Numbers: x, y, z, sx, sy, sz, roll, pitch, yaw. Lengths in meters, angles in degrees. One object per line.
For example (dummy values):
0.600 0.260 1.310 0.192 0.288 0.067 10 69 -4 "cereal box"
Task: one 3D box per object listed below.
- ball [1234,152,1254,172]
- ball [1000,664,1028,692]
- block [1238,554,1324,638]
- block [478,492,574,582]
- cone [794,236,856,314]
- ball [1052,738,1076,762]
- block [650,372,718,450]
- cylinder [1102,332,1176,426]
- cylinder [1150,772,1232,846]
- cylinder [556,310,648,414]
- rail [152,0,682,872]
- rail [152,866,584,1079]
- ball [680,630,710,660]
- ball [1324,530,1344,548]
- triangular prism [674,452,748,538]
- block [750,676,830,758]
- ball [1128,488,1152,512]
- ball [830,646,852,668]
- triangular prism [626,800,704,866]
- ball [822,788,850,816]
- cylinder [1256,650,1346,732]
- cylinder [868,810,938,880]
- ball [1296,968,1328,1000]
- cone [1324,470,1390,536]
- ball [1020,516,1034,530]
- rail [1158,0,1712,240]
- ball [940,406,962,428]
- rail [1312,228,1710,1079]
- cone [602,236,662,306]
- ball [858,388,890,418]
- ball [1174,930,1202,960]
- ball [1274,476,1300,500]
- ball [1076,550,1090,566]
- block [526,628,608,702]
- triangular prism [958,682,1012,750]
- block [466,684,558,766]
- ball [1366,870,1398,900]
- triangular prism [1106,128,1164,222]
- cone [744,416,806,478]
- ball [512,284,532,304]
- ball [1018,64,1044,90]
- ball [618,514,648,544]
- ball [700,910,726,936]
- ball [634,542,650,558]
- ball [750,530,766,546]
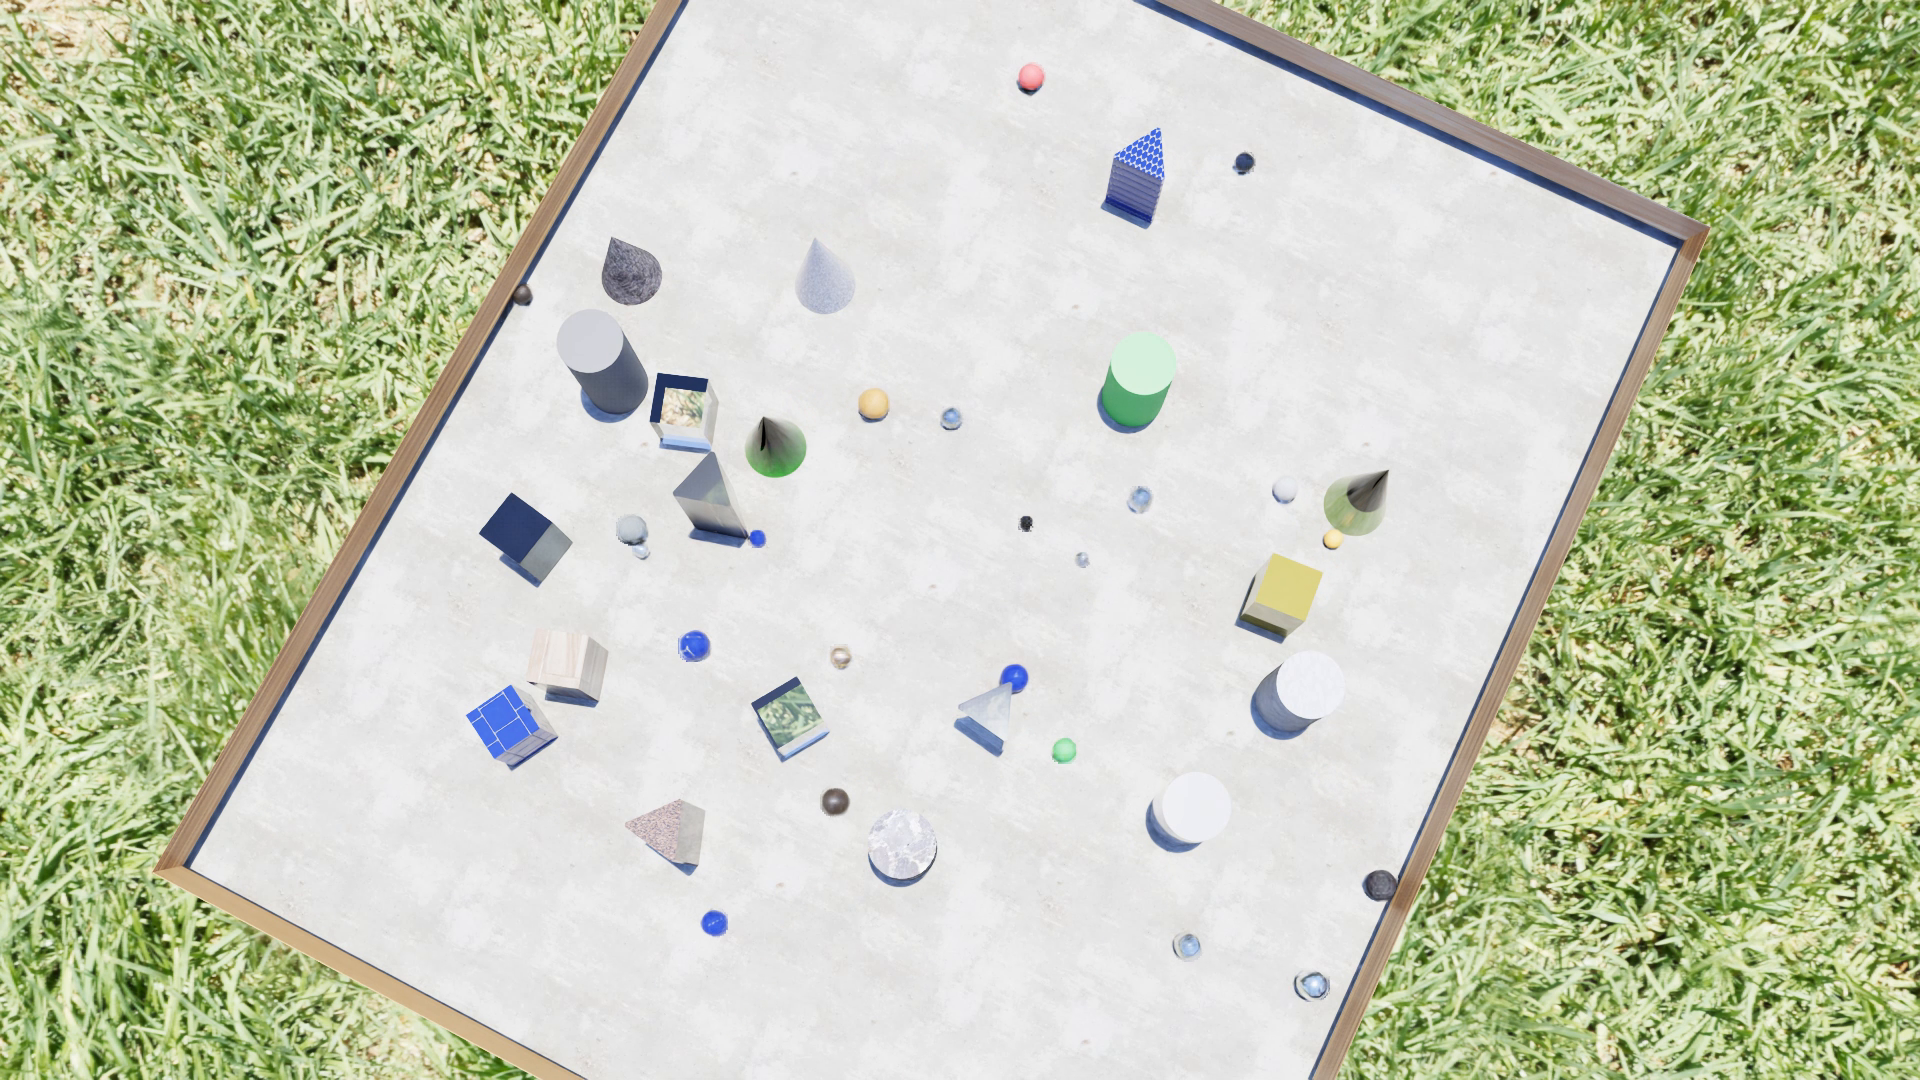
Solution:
0.905 -1.202 5.834 0.062 0.062 0.062 0 78 0 "ball"
0.163 0.413 5.487 0.086 0.086 0.086 0 78 0 "ball"
0.946 0.167 5.421 0.154 0.315 0.154 22 79 4 "block"
-1.292 -0.005 5.467 0.154 0.295 0.154 35 81 7 "block"
-0.426 -0.846 5.577 0.193 0.420 0.193 0 78 0 "cone"
0.311 0.625 5.451 0.072 0.072 0.072 0 78 0 "ball"
-0.836 -0.390 5.569 0.154 0.251 0.154 7 78 1 "block"
0.538 -0.481 5.535 0.193 0.355 0.193 0 78 0 "cylinder"
0.662 0.778 5.284 0.193 0.335 0.193 0 78 0 "cylinder"
-1.067 -0.529 5.499 0.193 0.444 0.193 0 78 0 "cylinder"
-1.452 -0.704 5.697 0.045 0.125 3.853 26 80 5 "rail"
-0.851 1.673 5.205 3.294 0.125 0.045 26 80 5 "rail"
-0.796 0.316 5.504 0.091 0.091 0.091 0 78 0 "ball"
1.140 -0.004 5.587 0.059 0.059 0.059 0 78 0 "ball"
-0.717 -0.137 5.413 0.167 0.455 0.144 11 79 2 "triangular prism"
-0.494 0.521 5.371 0.154 0.271 0.154 -30 80 -6 "block"
0.552 -0.124 5.604 0.074 0.074 0.074 0 78 0 "ball"
-0.359 0.351 5.510 0.066 0.066 0.066 0 78 0 "ball"
-0.802 0.811 5.211 0.167 0.466 0.144 35 80 7 "triangular prism"
-0.367 0.772 5.414 0.083 0.083 0.083 0 78 0 "ball"
0.985 0.444 5.332 0.193 0.377 0.193 0 78 0 "cylinder"
-0.163 0.881 5.281 0.193 0.301 0.193 0 78 0 "cylinder"
1.020 1.285 5.304 0.092 0.092 0.092 0 78 0 "ball"
1.214 -0.153 5.411 0.193 0.465 0.193 0 78 0 "cone"
0.204 -0.053 5.606 0.042 0.042 0.042 0 78 0 "ball"
0.851 -1.660 5.895 3.294 0.125 0.045 26 80 5 "rail"
-0.027 -0.378 5.660 0.067 0.067 0.067 0 78 0 "ball"
1.452 0.717 5.403 0.045 0.125 3.853 26 80 5 "rail"
-1.037 -0.868 5.617 0.193 0.350 0.193 0 78 0 "cone"
-0.267 -0.422 5.655 0.096 0.096 0.096 0 78 0 "ball"
0.664 1.178 5.331 0.083 0.083 0.083 0 78 0 "ball"
1.000 -0.158 5.610 0.076 0.076 0.076 0 78 0 "ball"
0.373 0.055 5.583 0.043 0.043 0.043 0 78 0 "ball"
-1.150 0.369 5.382 0.154 0.310 0.154 8 78 2 "block"
0.104 0.494 5.353 0.167 0.317 0.144 35 80 7 "triangular prism"
-1.310 0.546 5.373 0.154 0.255 0.154 -35 80 -7 "block"
1.233 1.009 5.362 0.089 0.089 0.089 0 78 0 "ball"
0.568 -1.143 5.676 0.167 0.348 0.144 26 80 5 "triangular prism"
-0.571 -0.323 5.497 0.193 0.366 0.193 0 78 0 "cone"
-1.372 -0.771 5.746 0.059 0.059 0.059 0 78 0 "ball"
0.227 -1.487 5.882 0.082 0.082 0.082 0 78 0 "ball"
-0.996 -0.033 5.579 0.086 0.086 0.086 0 78 0 "ball"
-0.718 1.118 5.346 0.076 0.076 0.076 0 78 0 "ball"
-0.970 0.031 5.586 0.048 0.048 0.048 0 78 0 "ball"
-0.618 -0.007 5.592 0.051 0.051 0.051 0 78 0 "ball"
